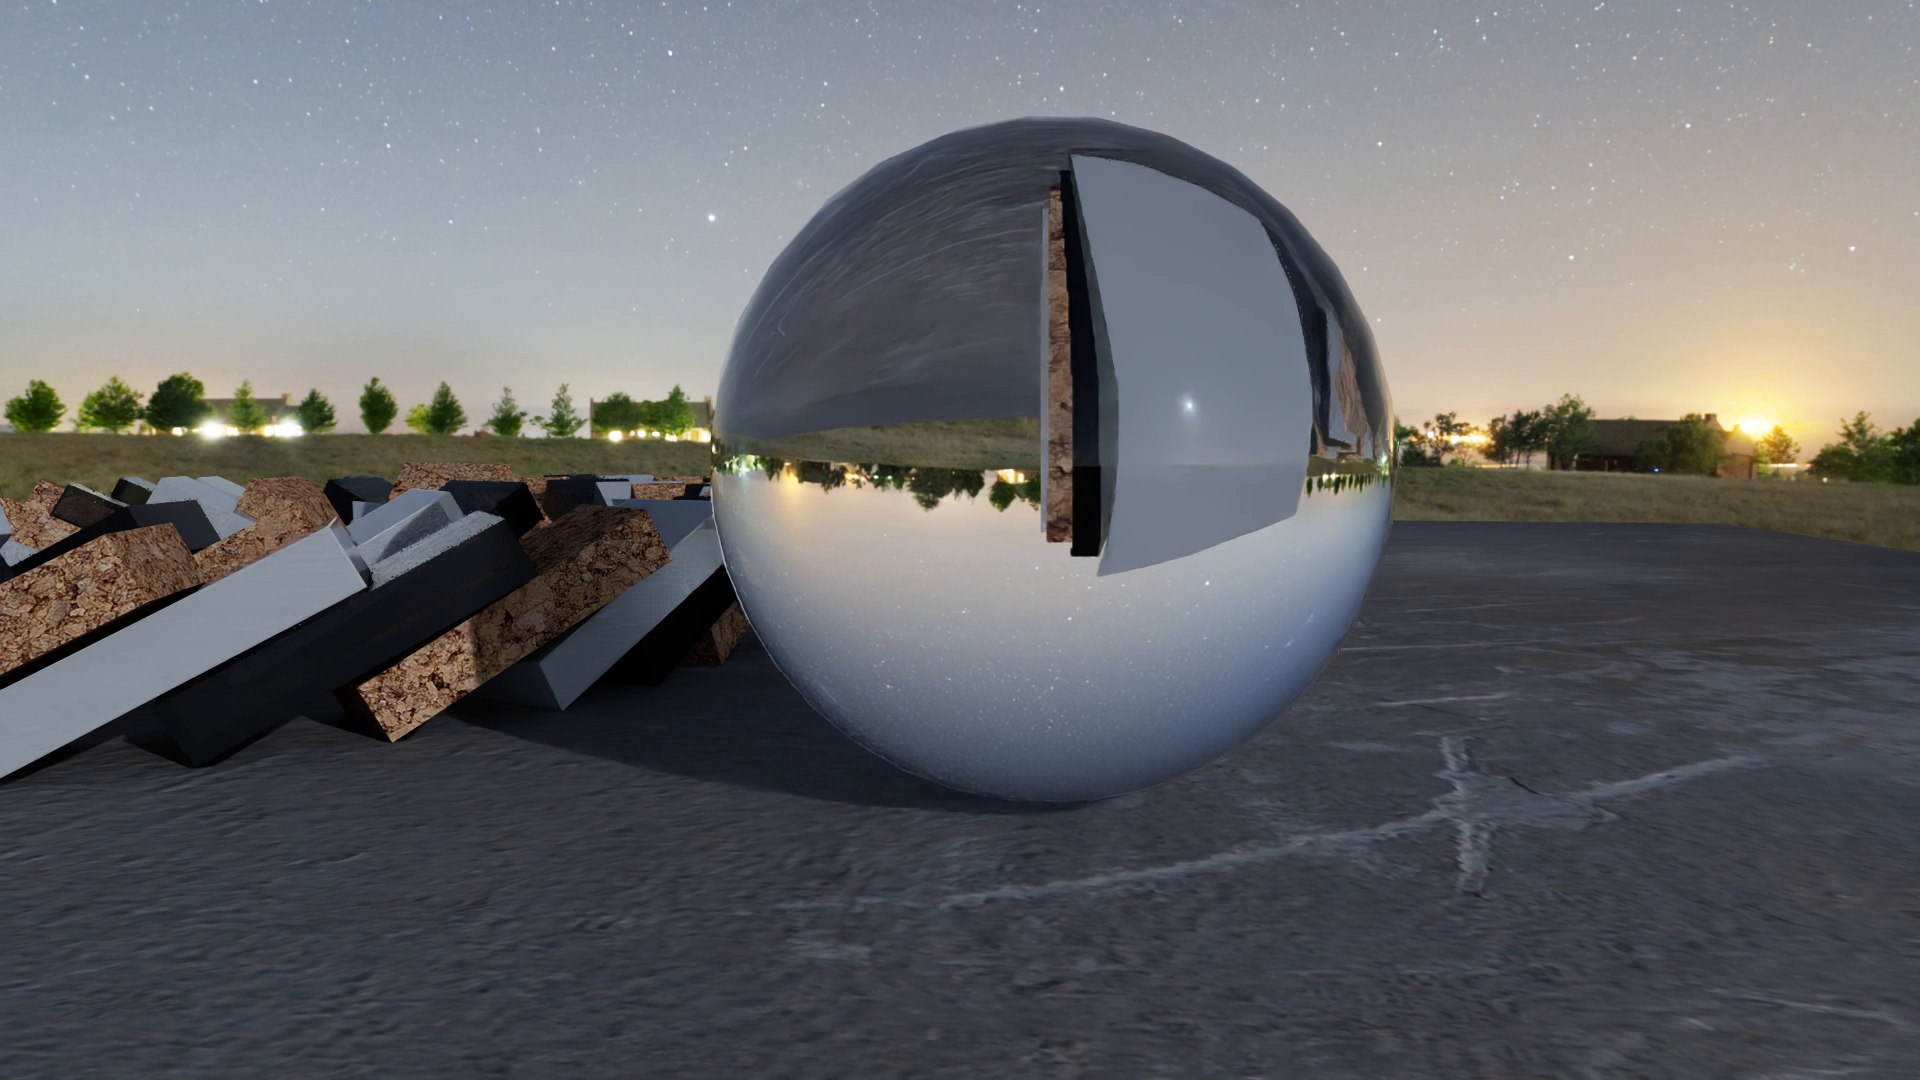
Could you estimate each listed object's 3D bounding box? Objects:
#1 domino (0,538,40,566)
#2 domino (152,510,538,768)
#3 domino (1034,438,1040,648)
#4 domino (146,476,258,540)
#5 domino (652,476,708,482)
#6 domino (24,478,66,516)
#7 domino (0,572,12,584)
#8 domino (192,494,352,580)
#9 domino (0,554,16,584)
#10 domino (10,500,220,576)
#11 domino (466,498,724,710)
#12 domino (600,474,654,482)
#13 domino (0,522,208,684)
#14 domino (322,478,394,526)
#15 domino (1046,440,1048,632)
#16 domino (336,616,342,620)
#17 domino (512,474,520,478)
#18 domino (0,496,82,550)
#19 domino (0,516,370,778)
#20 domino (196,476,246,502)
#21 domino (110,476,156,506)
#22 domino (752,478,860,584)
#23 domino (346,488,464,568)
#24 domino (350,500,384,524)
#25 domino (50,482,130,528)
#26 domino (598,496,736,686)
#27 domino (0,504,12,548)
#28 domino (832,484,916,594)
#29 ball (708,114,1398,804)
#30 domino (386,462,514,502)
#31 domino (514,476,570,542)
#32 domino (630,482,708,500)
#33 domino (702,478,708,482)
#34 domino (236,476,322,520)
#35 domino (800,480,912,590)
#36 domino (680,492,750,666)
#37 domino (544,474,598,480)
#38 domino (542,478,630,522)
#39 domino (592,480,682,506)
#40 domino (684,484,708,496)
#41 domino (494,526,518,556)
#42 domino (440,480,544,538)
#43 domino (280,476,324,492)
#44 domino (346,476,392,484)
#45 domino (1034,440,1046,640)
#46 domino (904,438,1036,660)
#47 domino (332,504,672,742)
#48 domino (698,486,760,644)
[{"bbox_3d":[-0.251,0.002,0.324,0.025,0.010,0.050,3,-24,37],"label":"domino"},{"bbox_3d":[-0.089,0.013,0.188,0.050,0.009,0.025,-33,19,-23],"label":"domino"},{"bbox_3d":[0.005,0.000,0.279,0.025,0.050,0.009,0,-38,4],"label":"domino"},{"bbox_3d":[-0.207,-0.002,0.375,0.050,0.009,0.025,30,-5,-17],"label":"domino"},{"bbox_3d":[-0.081,-0.006,0.436,0.050,0.010,0.025,35,23,30],"label":"domino"},{"bbox_3d":[-0.270,-0.004,0.413,0.050,0.009,0.025,30,-13,-32],"label":"domino"},{"bbox_3d":[-0.251,0.004,0.298,0.025,0.009,0.050,1,-25,11],"label":"domino"},{"bbox_3d":[-0.138,0.009,0.232,0.050,0.010,0.025,-30,13,-11],"label":"domino"},{"bbox_3d":[-0.148,0.015,0.157,0.050,0.009,0.025,-29,7,-3],"label":"domino"},{"bbox_3d":[-0.161,0.010,0.226,0.050,0.009,0.025,-29,7,-4],"label":"domino"},{"bbox_3d":[-0.064,0.010,0.227,0.025,0.009,0.050,3,33,31],"label":"domino"},{"bbox_3d":[-0.101,-0.007,0.446,0.050,0.009,0.025,33,19,24],"label":"domino"},{"bbox_3d":[-0.127,0.014,0.165,0.050,0.009,0.025,-29,11,-11],"label":"domino"},{"bbox_3d":[-0.163,-0.002,0.386,0.050,0.010,0.025,29,8,6],"label":"domino"},{"bbox_3d":[0.008,-0.002,0.304,0.025,0.050,0.010,0,-37,4],"label":"domino"},{"bbox_3d":[-0.172,0.013,0.325,0.050,0.010,0.025,2,5,26],"label":"domino"},{"bbox_3d":[-0.145,-0.007,0.455,0.050,0.009,0.025,28,9,8],"label":"domino"},{"bbox_3d":[-0.239,0.001,0.342,0.025,0.010,0.050,4,-23,46],"label":"domino"},{"bbox_3d":[-0.107,0.014,0.176,0.050,0.009,0.025,-31,15,-19],"label":"domino"},{"bbox_3d":[-0.233,-0.006,0.437,0.050,0.010,0.025,27,-4,-17],"label":"domino"},{"bbox_3d":[-0.253,-0.005,0.427,0.050,0.009,0.025,28,-7,-21],"label":"domino"},{"bbox_3d":[-0.044,-0.004,0.410,0.025,0.009,0.050,-4,33,-42],"label":"domino"},{"bbox_3d":[-0.123,0.007,0.251,0.050,0.009,0.025,-38,26,-30],"label":"domino"},{"bbox_3d":[-0.139,0.005,0.322,0.025,0.010,0.050,5,20,-28],"label":"domino"},{"bbox_3d":[-0.225,0.000,0.360,0.050,0.009,0.025,30,-12,-30],"label":"domino"},{"bbox_3d":[-0.056,0.008,0.247,0.025,0.010,0.050,2,32,24],"label":"domino"},{"bbox_3d":[-0.186,0.009,0.217,0.050,0.010,0.025,-34,-10,28],"label":"domino"},{"bbox_3d":[-0.015,-0.001,0.376,0.025,0.010,0.050,-3,31,-34],"label":"domino"},{"bbox_3d":[0.010,-0.009,0.154,0.080,0.080,0.080,0,4,0],"label":"ball"},{"bbox_3d":[-0.122,0.001,0.298,0.025,0.010,0.050,1,41,-3],"label":"domino"},{"bbox_3d":[-0.116,-0.002,0.380,0.050,0.009,0.025,38,26,32],"label":"domino"},{"bbox_3d":[-0.069,0.002,0.334,0.025,0.009,0.050,-2,33,-23],"label":"domino"},{"bbox_3d":[-0.062,-0.005,0.424,0.025,0.009,0.050,-5,33,-47],"label":"domino"},{"bbox_3d":[-0.185,-0.002,0.384,0.050,0.010,0.025,29,4,-1],"label":"domino"},{"bbox_3d":[-0.028,-0.003,0.395,0.025,0.009,0.050,-2,32,-35],"label":"domino"},{"bbox_3d":[-0.052,0.007,0.269,0.025,0.009,0.050,1,32,18],"label":"domino"},{"bbox_3d":[-0.122,-0.007,0.453,0.050,0.010,0.025,31,15,19],"label":"domino"},{"bbox_3d":[-0.098,-0.001,0.368,0.025,0.009,0.050,-3,34,-40],"label":"domino"},{"bbox_3d":[-0.082,0.000,0.352,0.025,0.009,0.050,-2,33,-31],"label":"domino"},{"bbox_3d":[-0.056,0.003,0.314,0.025,0.009,0.050,0,33,-5],"label":"domino"},{"bbox_3d":[-0.141,-0.002,0.384,0.050,0.010,0.025,31,13,14],"label":"domino"},{"bbox_3d":[-0.116,0.005,0.274,0.025,0.010,0.050,3,36,30],"label":"domino"},{"bbox_3d":[-0.212,-0.006,0.445,0.050,0.010,0.025,27,0,-10],"label":"domino"},{"bbox_3d":[-0.190,-0.007,0.452,0.050,0.009,0.025,27,3,-3],"label":"domino"},{"bbox_3d":[0.007,-0.001,0.291,0.025,0.050,0.009,0,-38,4],"label":"domino"},{"bbox_3d":[0.003,0.001,0.266,0.025,0.050,0.009,0,-38,4],"label":"domino"},{"bbox_3d":[-0.074,0.011,0.204,0.050,0.009,0.025,-37,25,-31],"label":"domino"},{"bbox_3d":[-0.052,0.005,0.292,0.025,0.009,0.050,1,33,6],"label":"domino"}]
